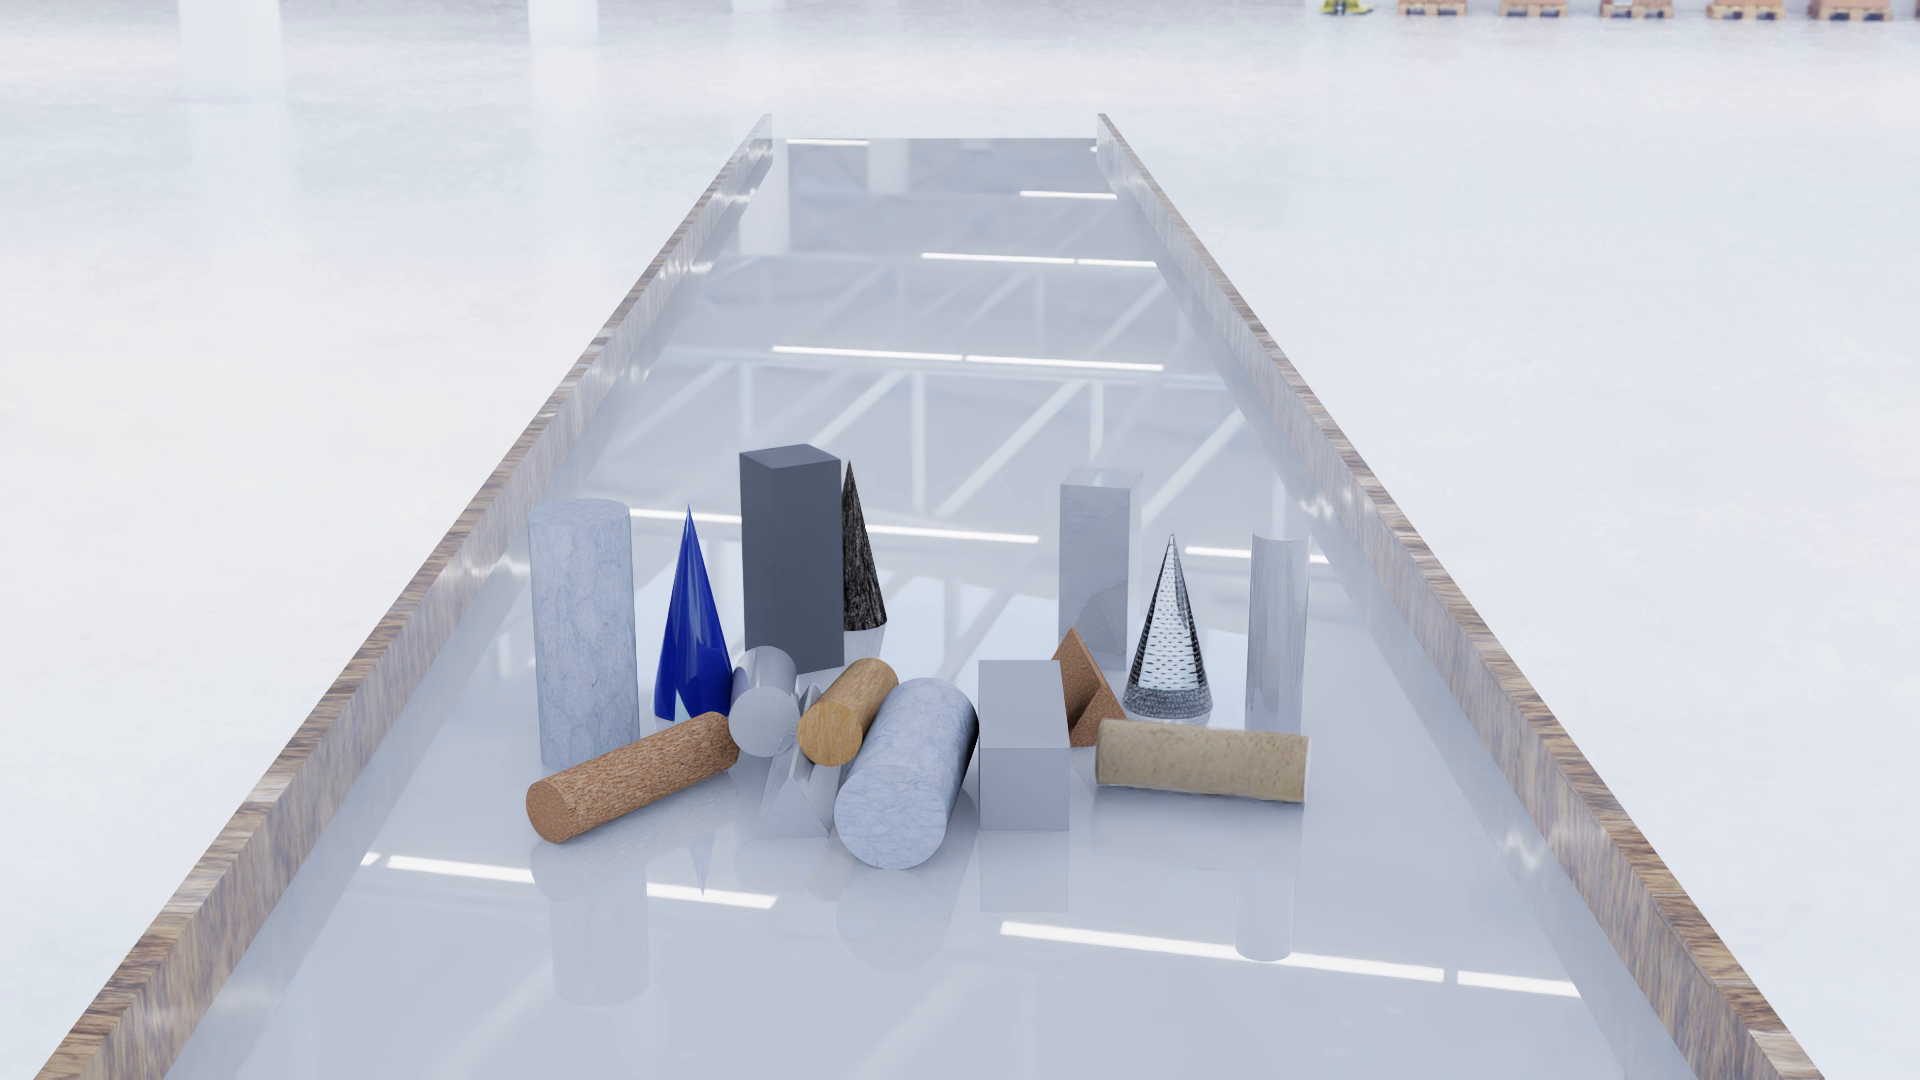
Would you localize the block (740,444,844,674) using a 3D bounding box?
[{"bbox_3d":[-0.332,0.040,4.347,0.148,0.425,0.148,-10,19,-29],"label":"block"}]

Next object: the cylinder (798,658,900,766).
[{"bbox_3d":[-0.193,0.300,3.897,0.111,0.111,0.438,2,7,6],"label":"cylinder"}]

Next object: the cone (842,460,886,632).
[{"bbox_3d":[-0.229,-0.001,4.609,0.150,0.354,0.150,0,17,0],"label":"cone"}]

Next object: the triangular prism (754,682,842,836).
[{"bbox_3d":[-0.271,0.370,3.789,0.121,0.104,0.442,1,17,1],"label":"triangular prism"}]

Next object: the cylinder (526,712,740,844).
[{"bbox_3d":[-0.546,0.396,3.710,0.105,0.105,0.396,12,21,36],"label":"cylinder"}]

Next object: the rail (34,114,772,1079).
[{"bbox_3d":[-1.118,-0.838,7.780,0.050,0.150,12.000,0,17,-1],"label":"rail"}]

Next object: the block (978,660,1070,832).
[{"bbox_3d":[0.106,0.348,3.799,0.147,0.147,0.424,0,17,0],"label":"block"}]

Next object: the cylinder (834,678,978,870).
[{"bbox_3d":[-0.083,0.379,3.638,0.180,0.180,0.395,2,17,8],"label":"cylinder"}]

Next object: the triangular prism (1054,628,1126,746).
[{"bbox_3d":[0.237,0.268,4.107,0.135,0.117,0.316,-2,17,-7],"label":"triangular prism"}]

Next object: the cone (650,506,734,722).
[{"bbox_3d":[-0.501,0.123,4.111,0.173,0.400,0.173,0,17,0],"label":"cone"}]

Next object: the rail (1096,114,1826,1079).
[{"bbox_3d":[0.932,-0.844,7.801,0.050,0.150,12.000,0,17,-1],"label":"rail"}]

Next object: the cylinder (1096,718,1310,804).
[{"bbox_3d":[0.416,0.377,3.762,0.355,0.113,0.113,4,17,13],"label":"cylinder"}]

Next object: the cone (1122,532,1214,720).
[{"bbox_3d":[0.395,0.145,4.136,0.174,0.344,0.174,0,17,0],"label":"cone"}]

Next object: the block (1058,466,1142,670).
[{"bbox_3d":[0.279,0.056,4.382,0.139,0.374,0.139,4,17,14],"label":"block"}]

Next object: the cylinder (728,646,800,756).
[{"bbox_3d":[-0.349,0.284,3.936,0.122,0.122,0.418,-1,7,-5],"label":"cylinder"}]

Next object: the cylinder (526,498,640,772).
[{"bbox_3d":[-0.660,0.168,3.867,0.176,0.453,0.176,0,17,0],"label":"cylinder"}]

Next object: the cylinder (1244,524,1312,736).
[{"bbox_3d":[0.564,0.180,3.914,0.104,0.403,0.104,0,17,0],"label":"cylinder"}]
